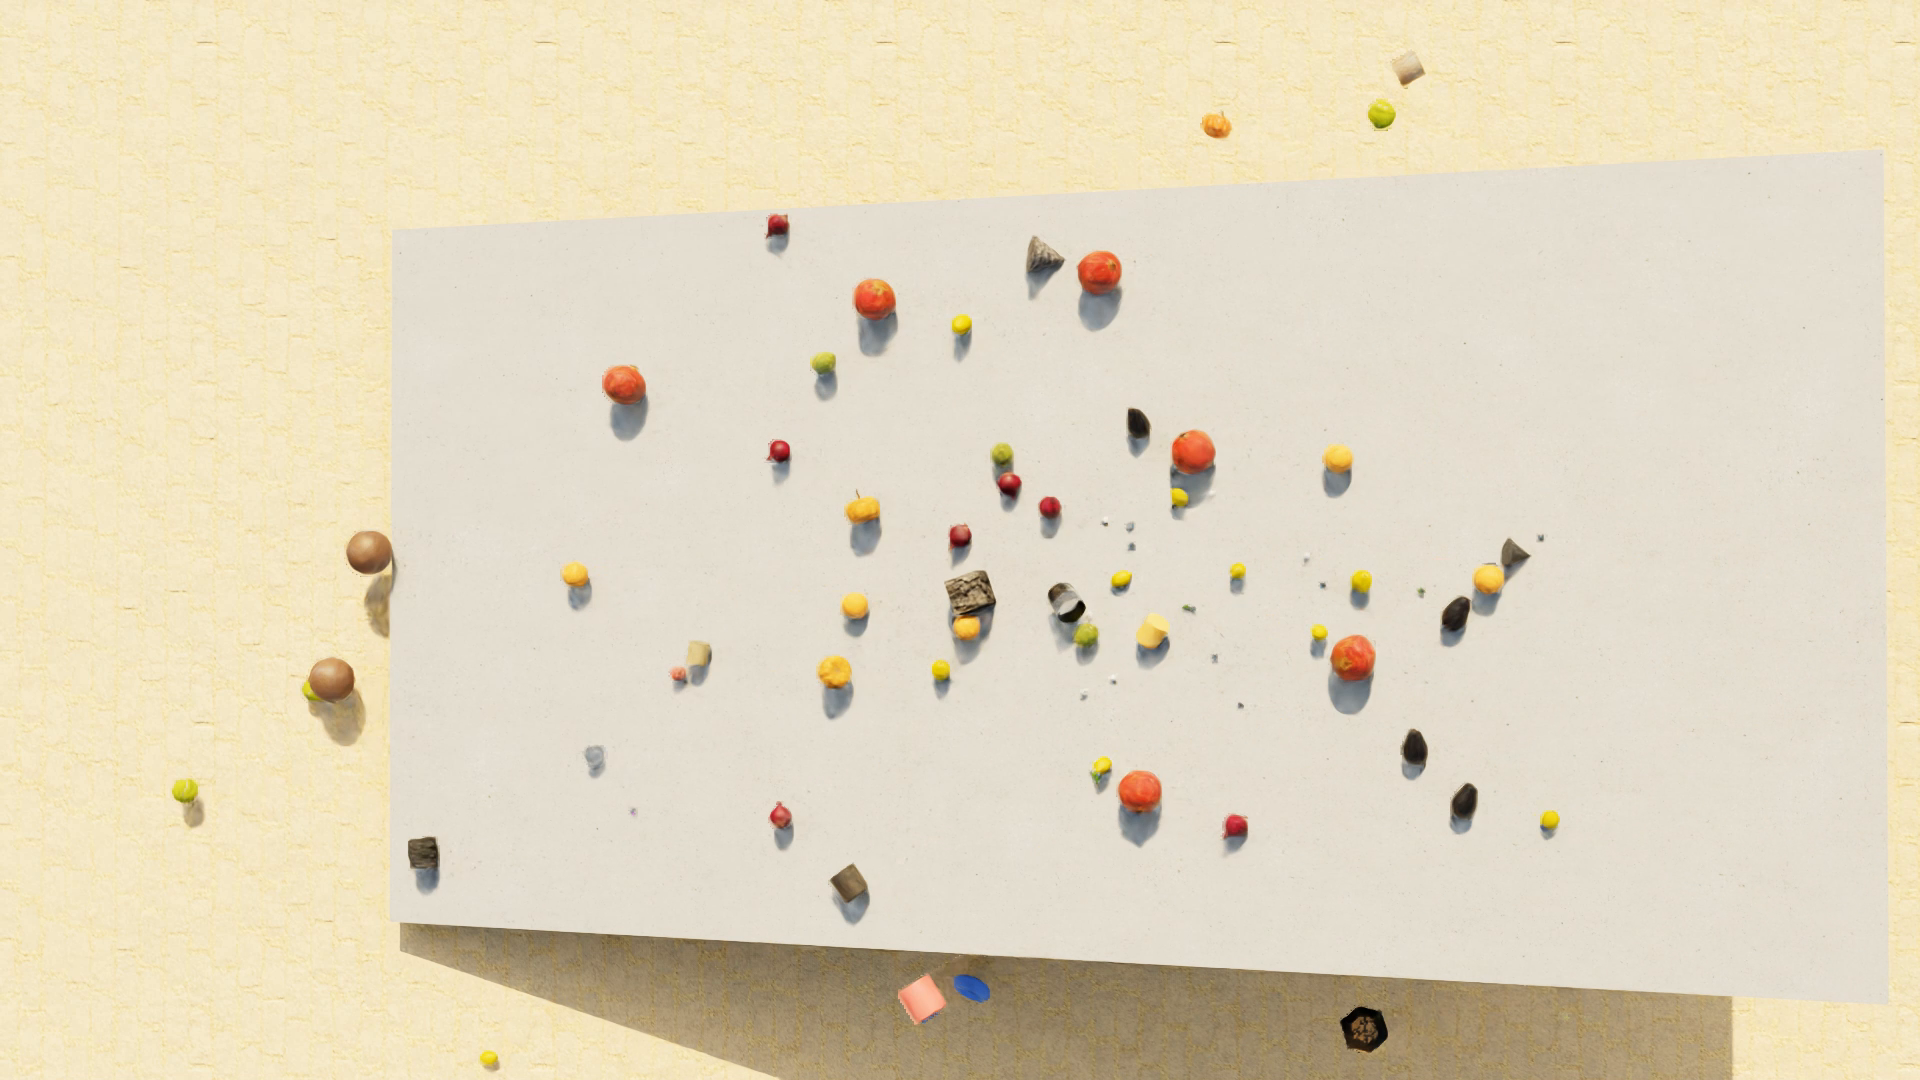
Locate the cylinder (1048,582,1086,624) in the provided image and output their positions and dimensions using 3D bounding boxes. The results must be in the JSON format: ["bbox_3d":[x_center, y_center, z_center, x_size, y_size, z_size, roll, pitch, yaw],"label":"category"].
[{"bbox_3d":[0.275,0.162,5.686,0.077,0.077,0.077,-12,128,-16],"label":"cylinder"}]

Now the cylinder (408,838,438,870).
[{"bbox_3d":[-1.530,0.892,6.266,0.080,0.080,0.080,-6,88,0],"label":"cylinder"}]

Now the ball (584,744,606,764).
[{"bbox_3d":[-1.016,0.598,6.120,0.056,0.056,0.056,0,89,0],"label":"ball"}]

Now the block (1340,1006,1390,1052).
[{"bbox_3d":[1.108,1.340,6.024,0.082,0.082,0.082,-28,108,-35],"label":"block"}]

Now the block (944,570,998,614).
[{"bbox_3d":[0.028,0.138,5.774,0.092,0.092,0.092,-20,83,16],"label":"block"}]

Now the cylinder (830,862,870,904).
[{"bbox_3d":[-0.295,0.916,5.870,0.077,0.077,0.077,-35,82,0],"label":"cylinder"}]

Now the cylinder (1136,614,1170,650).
[{"bbox_3d":[0.494,0.233,5.626,0.065,0.065,0.065,31,122,0],"label":"cylinder"}]

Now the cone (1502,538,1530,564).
[{"bbox_3d":[1.369,0.034,5.380,0.066,0.066,0.066,10,89,-9],"label":"cone"}]

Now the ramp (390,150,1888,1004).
[{"bbox_3d":[0.275,0.093,5.796,4.000,0.100,2.000,0,89,18],"label":"ramp"}]

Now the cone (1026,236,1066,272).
[{"bbox_3d":[0.233,-0.738,5.746,0.099,0.099,0.099,9,89,-9],"label":"cone"}]
